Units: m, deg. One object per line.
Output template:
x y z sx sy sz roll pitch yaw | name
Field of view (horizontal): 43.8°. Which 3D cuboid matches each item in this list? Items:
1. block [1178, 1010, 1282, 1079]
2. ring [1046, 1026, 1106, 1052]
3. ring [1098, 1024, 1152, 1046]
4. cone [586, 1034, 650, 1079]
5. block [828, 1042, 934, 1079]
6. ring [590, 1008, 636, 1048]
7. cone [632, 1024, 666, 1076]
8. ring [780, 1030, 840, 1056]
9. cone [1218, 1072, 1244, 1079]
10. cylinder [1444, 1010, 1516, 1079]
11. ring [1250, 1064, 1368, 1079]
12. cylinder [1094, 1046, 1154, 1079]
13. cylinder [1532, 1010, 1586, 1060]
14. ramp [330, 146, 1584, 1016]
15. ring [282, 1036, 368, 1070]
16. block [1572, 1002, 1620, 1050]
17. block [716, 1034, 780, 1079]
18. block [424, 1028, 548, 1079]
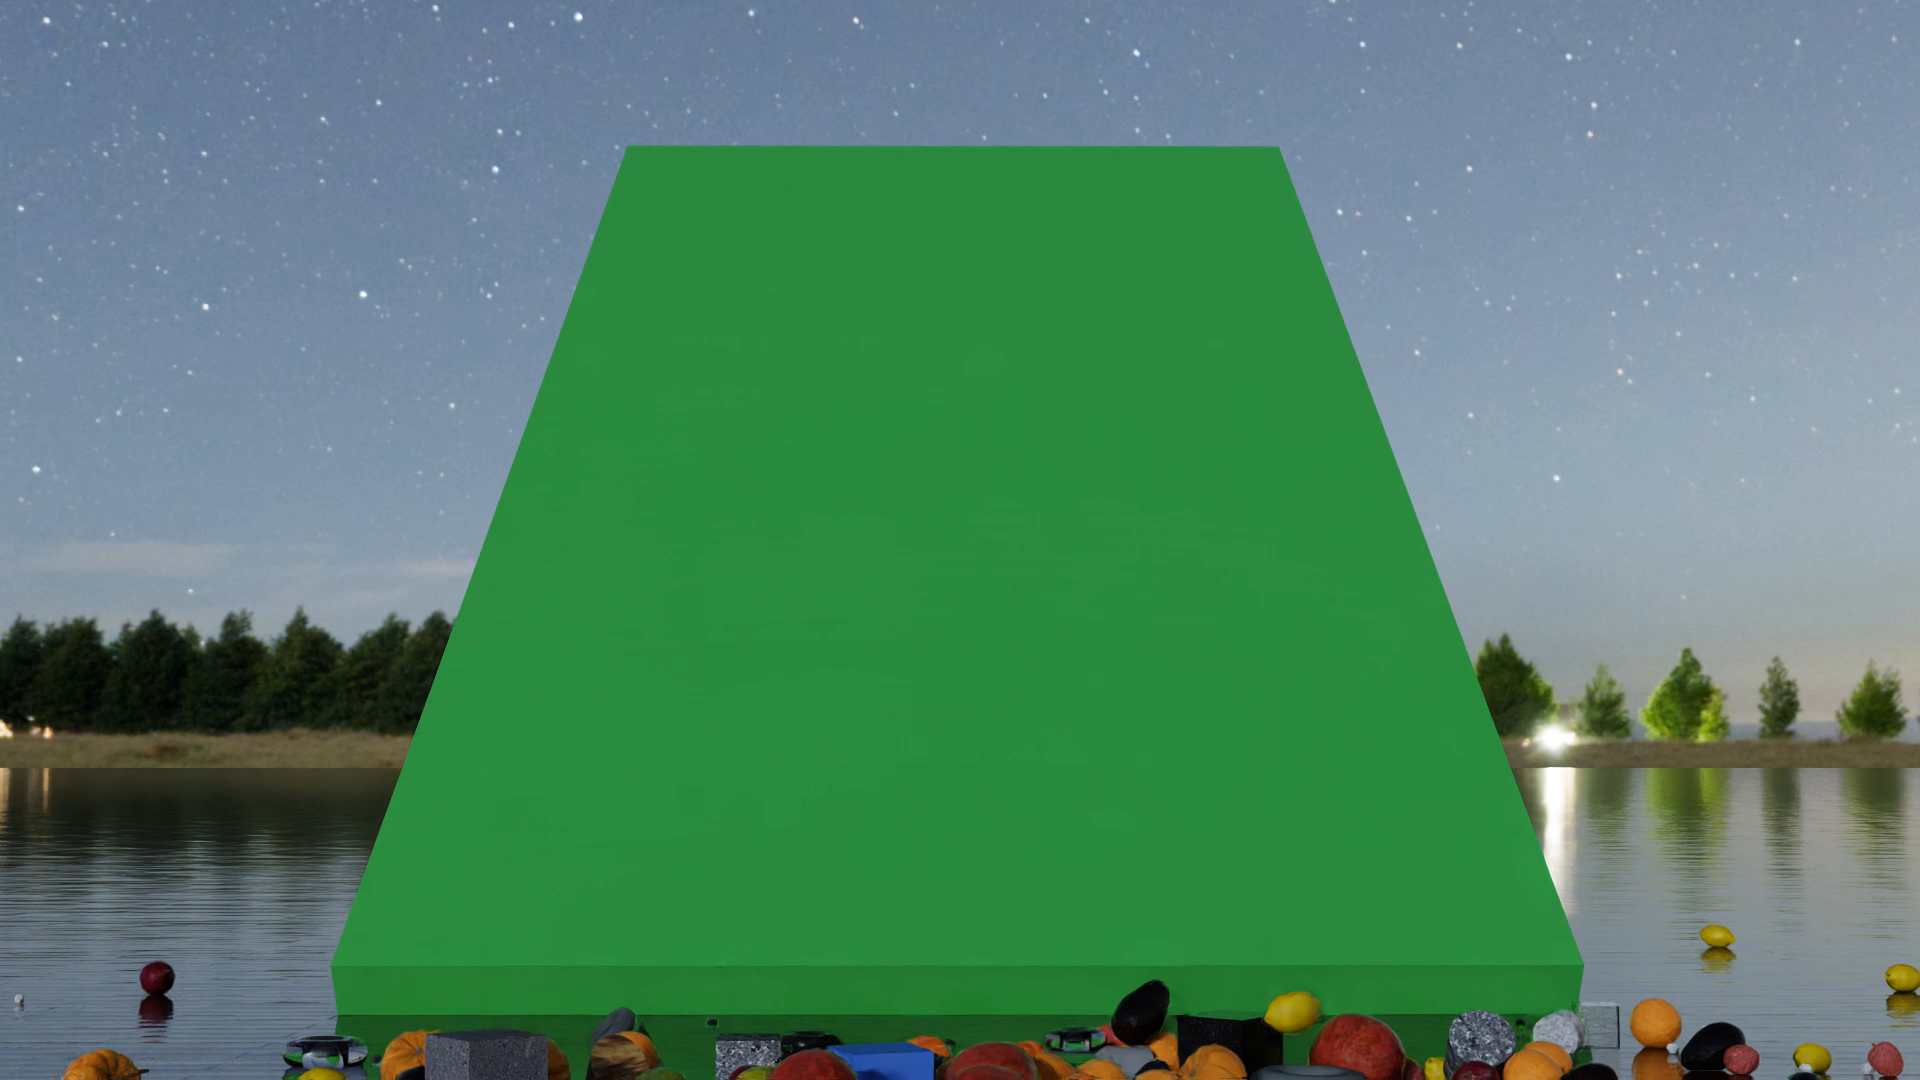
0.336 0.638 2.969 0.093 0.093 0.093 -4 -7 39 | block
0.164 0.710 3.396 0.088 0.029 0.088 -1 -6 0 | ring
0.237 0.716 3.457 0.083 0.028 0.083 0 -6 0 | ring
-0.439 0.661 2.921 0.085 0.085 0.085 5 -34 -45 | cone
-0.088 0.607 2.632 0.092 0.092 0.092 2 -6 -20 | block
-0.488 0.689 3.351 0.026 0.078 0.078 48 -22 -15 | ring
-0.418 0.667 3.142 0.066 0.066 0.066 0 -5 0 | cone
-0.211 0.706 3.349 0.086 0.029 0.086 1 -5 0 | ring
0.330 0.656 2.790 0.054 0.054 0.054 35 -24 -30 | cone
0.626 0.621 2.880 0.078 0.078 0.078 0 -43 5 | cylinder
0.409 0.643 2.787 0.149 0.050 0.149 1 -5 0 | ring
0.203 0.653 2.943 0.057 0.057 0.057 3 -6 -26 | cylinder
0.830 0.684 3.305 0.062 0.062 0.062 -2 -6 25 | cylinder
-0.012 -0.222 5.597 2.000 0.100 4.000 0 28 0 | ramp
-0.854 0.689 3.214 0.113 0.038 0.113 0 -6 0 | ring
0.913 0.697 3.430 0.061 0.061 0.061 -1 -5 10 | block
-0.255 0.637 2.872 0.077 0.077 0.077 0 -5 -5 | block
-0.535 0.609 2.696 0.100 0.100 0.100 4 -7 -40 | block
